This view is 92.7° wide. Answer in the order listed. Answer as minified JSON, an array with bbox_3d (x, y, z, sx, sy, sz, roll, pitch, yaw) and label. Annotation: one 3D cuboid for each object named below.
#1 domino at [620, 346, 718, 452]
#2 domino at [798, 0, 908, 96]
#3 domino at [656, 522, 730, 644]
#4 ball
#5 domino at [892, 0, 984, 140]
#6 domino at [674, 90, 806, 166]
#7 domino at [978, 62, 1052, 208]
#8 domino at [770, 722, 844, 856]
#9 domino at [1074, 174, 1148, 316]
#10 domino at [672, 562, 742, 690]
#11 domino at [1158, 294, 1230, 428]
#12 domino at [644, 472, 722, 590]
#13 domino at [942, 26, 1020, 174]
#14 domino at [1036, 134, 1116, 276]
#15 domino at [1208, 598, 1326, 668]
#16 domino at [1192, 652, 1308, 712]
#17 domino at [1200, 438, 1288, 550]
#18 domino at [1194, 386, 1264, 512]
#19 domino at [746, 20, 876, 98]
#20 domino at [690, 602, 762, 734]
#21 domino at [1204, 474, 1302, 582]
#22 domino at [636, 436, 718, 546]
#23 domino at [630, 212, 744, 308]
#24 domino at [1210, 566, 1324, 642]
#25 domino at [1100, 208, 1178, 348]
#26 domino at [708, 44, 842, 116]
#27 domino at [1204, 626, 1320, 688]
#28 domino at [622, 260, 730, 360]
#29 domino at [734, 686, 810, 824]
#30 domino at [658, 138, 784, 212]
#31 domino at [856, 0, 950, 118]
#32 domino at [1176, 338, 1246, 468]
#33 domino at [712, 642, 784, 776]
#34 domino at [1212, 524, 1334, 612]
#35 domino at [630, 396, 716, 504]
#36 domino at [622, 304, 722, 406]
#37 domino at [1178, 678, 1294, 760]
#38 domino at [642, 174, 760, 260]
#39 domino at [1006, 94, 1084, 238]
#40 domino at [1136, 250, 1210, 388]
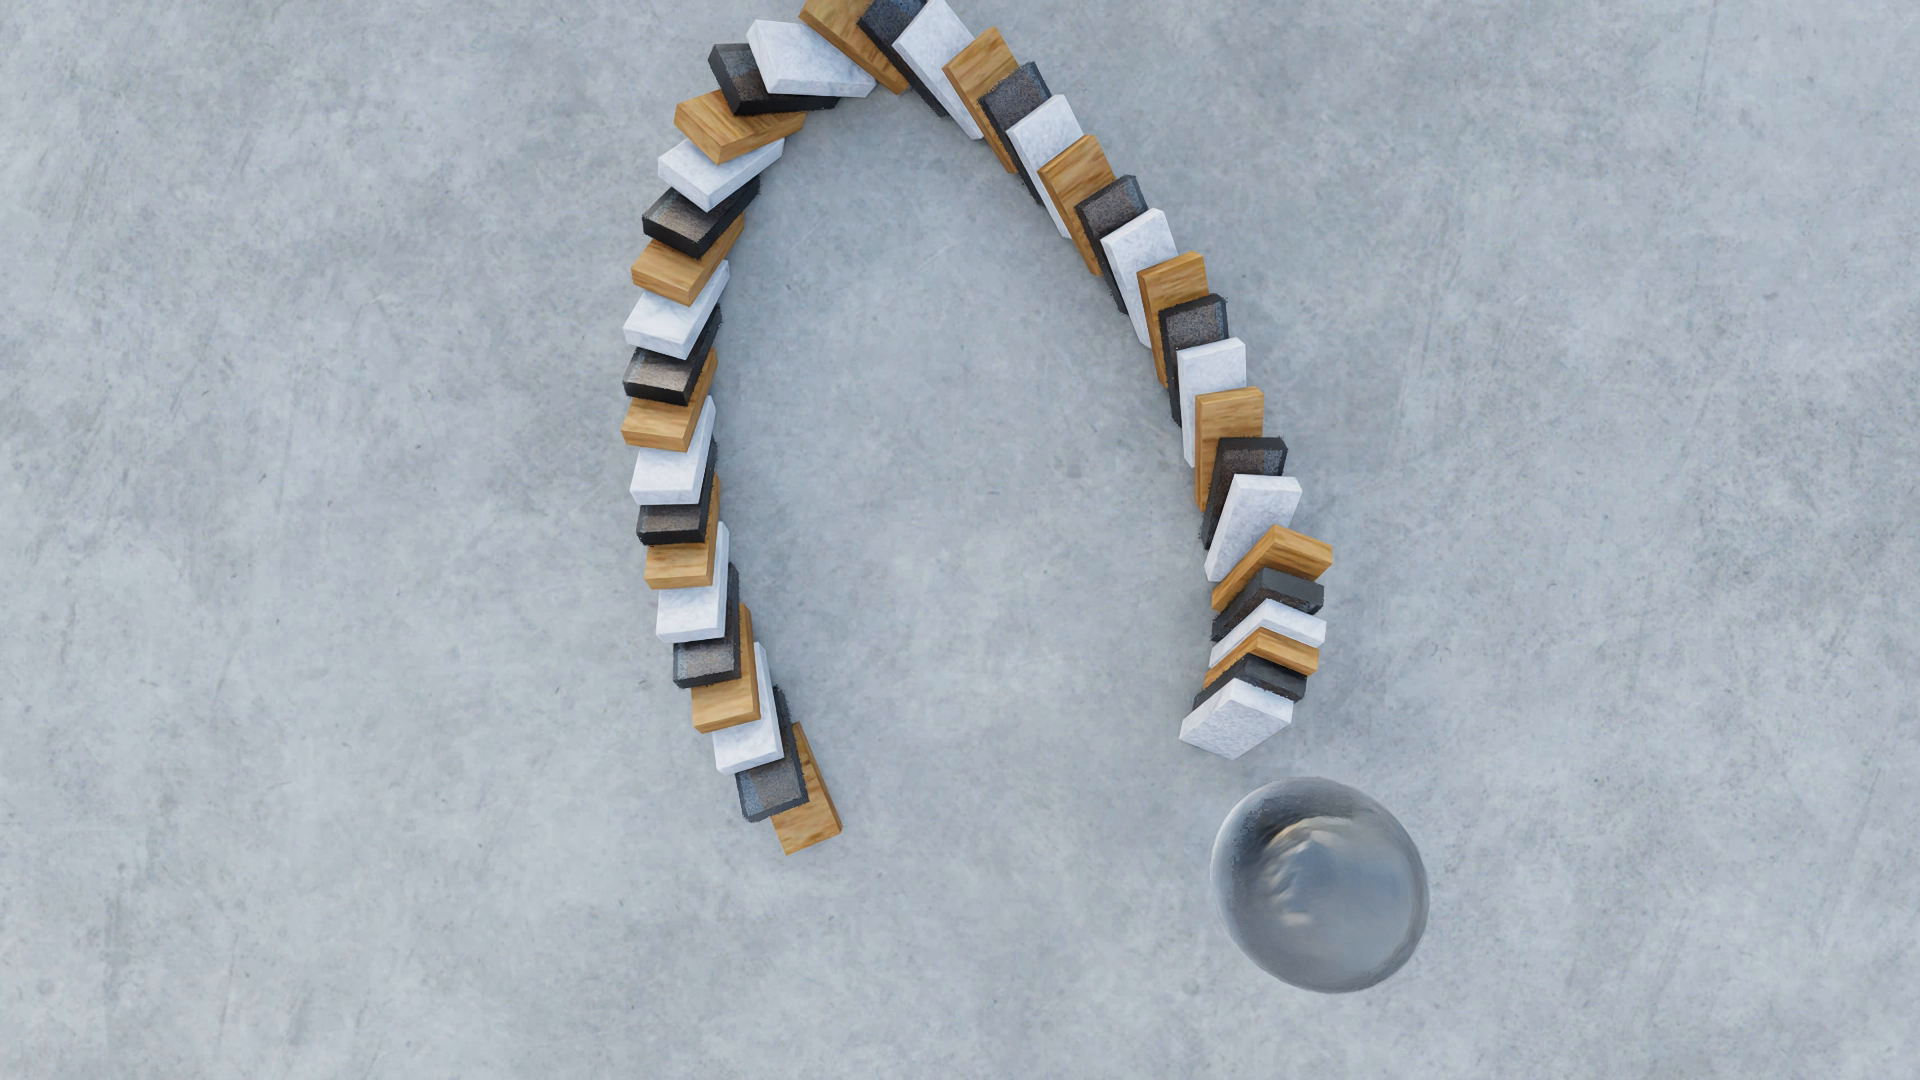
[{"bbox_3d":[-0.121,-0.061,0.383,0.025,0.010,0.050,8,58,0],"label":"domino"},{"bbox_3d":[-0.039,-0.214,0.383,0.050,0.009,0.025,27,86,-30],"label":"domino"},{"bbox_3d":[-0.111,0.017,0.383,0.025,0.009,0.050,-7,59,3],"label":"domino"},{"bbox_3d":[0.140,0.134,0.360,0.080,0.080,0.080,0,90,0],"label":"ball"},{"bbox_3d":[-0.002,-0.196,0.383,0.050,0.009,0.025,40,89,-30],"label":"domino"},{"bbox_3d":[-0.091,-0.175,0.381,0.025,0.010,0.050,44,53,3],"label":"domino"},{"bbox_3d":[0.032,-0.169,0.384,0.025,0.009,0.050,-38,119,0],"label":"domino"},{"bbox_3d":[-0.072,0.107,0.395,0.025,0.010,0.050,-22,90,0],"label":"domino"},{"bbox_3d":[0.070,-0.123,0.384,0.025,0.009,0.050,-32,119,0],"label":"domino"},{"bbox_3d":[-0.106,0.035,0.383,0.025,0.010,0.050,-11,59,2],"label":"domino"},{"bbox_3d":[0.099,-0.074,0.383,0.025,0.009,0.050,-17,122,0],"label":"domino"},{"bbox_3d":[-0.115,-0.004,0.383,0.025,0.009,0.050,-4,60,0],"label":"domino"},{"bbox_3d":[0.018,-0.183,0.384,0.025,0.010,0.050,-41,119,0],"label":"domino"},{"bbox_3d":[0.056,-0.139,0.383,0.025,0.010,0.050,-37,120,-1],"label":"domino"},{"bbox_3d":[0.125,0.043,0.376,0.025,0.050,0.010,22,58,0],"label":"domino"},{"bbox_3d":[0.118,0.064,0.376,0.025,0.050,0.010,22,58,0],"label":"domino"},{"bbox_3d":[0.117,-0.019,0.381,0.025,0.010,0.050,-1,128,0],"label":"domino"},{"bbox_3d":[0.112,-0.037,0.383,0.025,0.009,0.050,-9,121,0],"label":"domino"},{"bbox_3d":[-0.061,-0.199,0.380,0.050,0.009,0.025,-21,90,-40],"label":"domino"},{"bbox_3d":[-0.099,0.053,0.383,0.025,0.010,0.050,-14,59,1],"label":"domino"},{"bbox_3d":[0.120,-0.004,0.380,0.025,0.010,0.050,3,130,-3],"label":"domino"},{"bbox_3d":[-0.117,-0.022,0.382,0.025,0.010,0.050,-3,57,0],"label":"domino"},{"bbox_3d":[-0.113,-0.123,0.384,0.025,0.010,0.050,22,61,0],"label":"domino"},{"bbox_3d":[0.125,0.031,0.376,0.025,0.050,0.010,18,58,0],"label":"domino"},{"bbox_3d":[0.080,-0.108,0.382,0.025,0.009,0.050,-31,123,0],"label":"domino"},{"bbox_3d":[-0.076,-0.192,0.381,0.050,0.009,0.025,-25,90,-37],"label":"domino"},{"bbox_3d":[0.122,0.054,0.376,0.025,0.050,0.010,22,58,0],"label":"domino"},{"bbox_3d":[-0.118,-0.100,0.383,0.025,0.010,0.050,16,59,0],"label":"domino"},{"bbox_3d":[-0.081,0.089,0.382,0.025,0.009,0.050,-21,59,1],"label":"domino"},{"bbox_3d":[-0.099,-0.160,0.383,0.025,0.009,0.050,37,58,0],"label":"domino"},{"bbox_3d":[-0.016,-0.206,0.384,0.050,0.010,0.025,39,90,-30],"label":"domino"},{"bbox_3d":[0.106,-0.057,0.383,0.025,0.010,0.050,-13,122,0],"label":"domino"},{"bbox_3d":[-0.091,0.070,0.383,0.025,0.009,0.050,-18,59,0],"label":"domino"},{"bbox_3d":[0.127,0.016,0.377,0.025,0.050,0.010,20,51,-5],"label":"domino"},{"bbox_3d":[-0.119,-0.038,0.381,0.025,0.010,0.050,-1,57,2],"label":"domino"},{"bbox_3d":[-0.119,-0.080,0.383,0.025,0.010,0.050,10,58,0],"label":"domino"},{"bbox_3d":[0.112,0.074,0.376,0.025,0.050,0.009,22,58,0],"label":"domino"},{"bbox_3d":[-0.107,-0.140,0.382,0.025,0.009,0.050,26,58,1],"label":"domino"},{"bbox_3d":[0.043,-0.155,0.383,0.025,0.010,0.050,-37,120,-1],"label":"domino"},{"bbox_3d":[0.092,-0.091,0.383,0.025,0.010,0.050,-21,122,0],"label":"domino"}]
